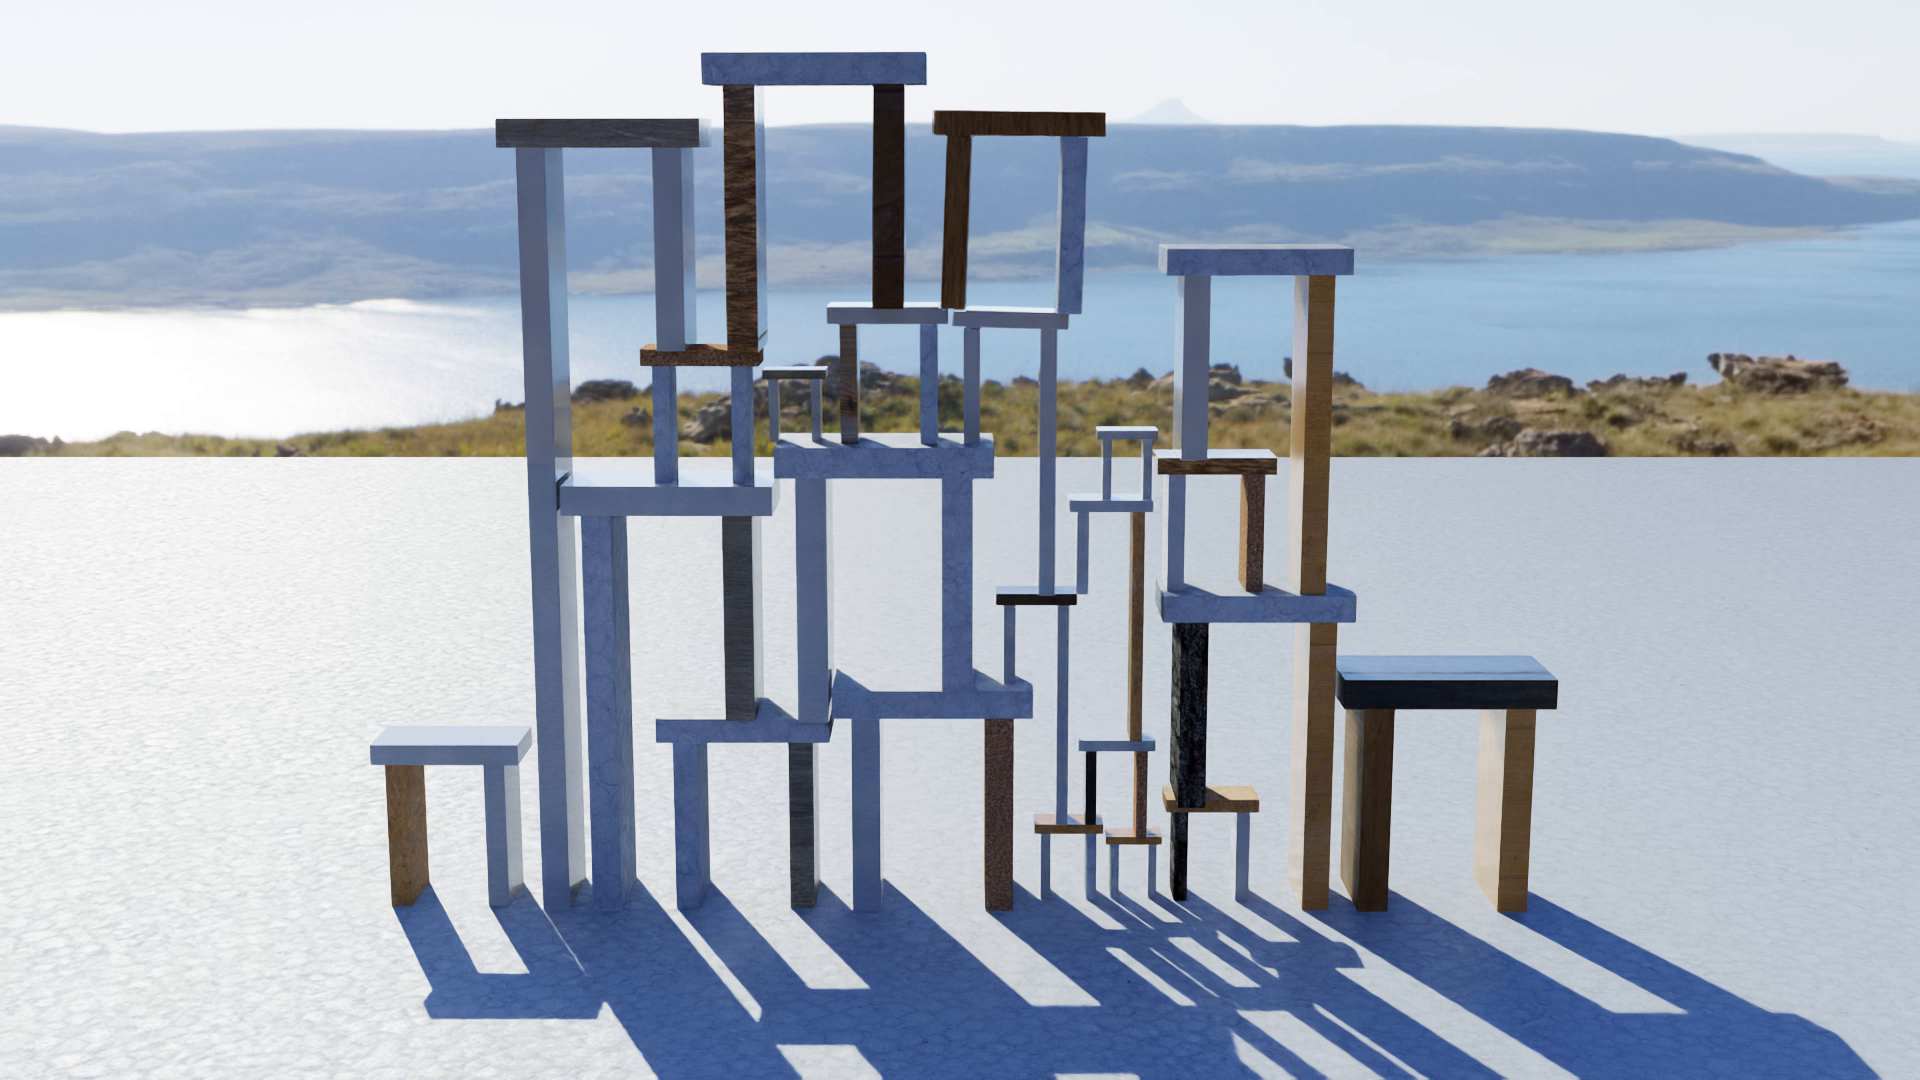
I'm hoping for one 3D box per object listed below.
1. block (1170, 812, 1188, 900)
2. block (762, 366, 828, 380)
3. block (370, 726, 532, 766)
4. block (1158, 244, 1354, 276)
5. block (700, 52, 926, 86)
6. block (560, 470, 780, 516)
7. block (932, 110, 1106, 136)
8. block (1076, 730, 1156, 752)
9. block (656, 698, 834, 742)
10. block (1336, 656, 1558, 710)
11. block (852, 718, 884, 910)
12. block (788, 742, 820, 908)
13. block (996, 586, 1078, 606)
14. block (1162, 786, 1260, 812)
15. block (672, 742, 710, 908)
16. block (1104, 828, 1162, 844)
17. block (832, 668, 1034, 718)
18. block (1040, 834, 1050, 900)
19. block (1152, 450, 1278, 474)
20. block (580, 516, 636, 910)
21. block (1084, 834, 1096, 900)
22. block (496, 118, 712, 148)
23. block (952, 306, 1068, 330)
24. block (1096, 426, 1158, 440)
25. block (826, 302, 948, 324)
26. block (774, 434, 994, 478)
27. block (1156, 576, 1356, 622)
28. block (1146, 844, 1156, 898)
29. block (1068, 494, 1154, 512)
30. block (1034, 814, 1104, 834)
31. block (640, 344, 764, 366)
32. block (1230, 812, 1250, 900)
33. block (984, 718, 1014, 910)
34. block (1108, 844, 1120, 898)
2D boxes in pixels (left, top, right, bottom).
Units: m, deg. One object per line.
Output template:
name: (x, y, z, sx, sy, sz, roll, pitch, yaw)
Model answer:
block: (0.364, 0.515, 3.658, 0.022, 0.152, 0.076, 0, 11, 0)
block: (-0.263, -0.267, 3.511, 0.101, 0.014, 0.050, 0, 10, -1)
block: (-0.836, 0.338, 3.622, 0.239, 0.034, 0.120, 0, 11, 0)
block: (0.466, -0.444, 3.479, 0.290, 0.041, 0.145, 0, 11, 0)
block: (-0.223, -0.731, 3.417, 0.340, 0.048, 0.170, 0, 11, 0)
block: (-0.464, -0.076, 3.548, 0.334, 0.047, 0.167, 0, 11, 0)
block: (0.090, -0.650, 3.432, 0.263, 0.037, 0.131, 0, 11, -2)
block: (0.257, 0.331, 3.622, 0.125, 0.018, 0.063, 0, 11, 0)
block: (-0.351, 0.295, 3.614, 0.280, 0.040, 0.140, 0, 11, 0)
block: (0.786, 0.232, 3.601, 0.340, 0.048, 0.170, 0, 11, 0)
block: (-0.152, 0.431, 3.639, 0.046, 0.323, 0.162, 0, 11, 0)
block: (-0.257, 0.452, 3.643, 0.040, 0.280, 0.140, 0, 11, 0)
block: (0.123, 0.090, 3.575, 0.131, 0.018, 0.065, 0, 11, 0)
block: (0.414, 0.429, 3.642, 0.152, 0.022, 0.076, 0, 10, 0)
block: (-0.444, 0.452, 3.643, 0.040, 0.280, 0.140, 0, 11, 0)
block: (0.287, 0.492, 3.652, 0.093, 0.013, 0.046, 0, 11, 0)
block: (-0.044, 0.250, 3.605, 0.323, 0.046, 0.162, 0, 11, 0)
block: (0.141, 0.534, 3.658, 0.016, 0.113, 0.057, 0, 11, 0)
block: (0.409, -0.126, 3.539, 0.190, 0.027, 0.095, 0, 11, 0)
block: (-0.575, 0.268, 3.612, 0.047, 0.653, 0.167, 0, 11, 0)
block: (0.217, 0.534, 3.658, 0.016, 0.113, 0.057, 0, 11, 0)
block: (-0.555, -0.638, 3.444, 0.312, 0.044, 0.156, 0, 11, 1)
block: (0.080, -0.353, 3.490, 0.182, 0.026, 0.091, 2, 11, 0)
block: (0.267, -0.172, 3.526, 0.097, 0.014, 0.049, 0, 11, 0)
block: (-0.113, -0.361, 3.492, 0.190, 0.027, 0.095, 0, 11, 0)
block: (-0.119, -0.136, 3.530, 0.346, 0.049, 0.173, 0, 11, 0)
block: (0.478, 0.097, 3.575, 0.307, 0.043, 0.153, 0, 11, 0)
block: (0.318, 0.544, 3.661, 0.013, 0.093, 0.046, 0, 11, 0)
block: (0.242, -0.060, 3.545, 0.134, 0.019, 0.067, 0, 11, 0)
block: (0.179, 0.471, 3.647, 0.113, 0.016, 0.057, 0, 11, 0)
block: (-0.410, -0.295, 3.504, 0.186, 0.026, 0.093, 0, 11, 0)
block: (0.465, 0.515, 3.658, 0.022, 0.152, 0.076, 0, 11, 0)
block: (0.064, 0.431, 3.639, 0.046, 0.323, 0.162, 0, 11, 0)
block: (0.256, 0.544, 3.661, 0.013, 0.093, 0.046, 0, 11, 0)
